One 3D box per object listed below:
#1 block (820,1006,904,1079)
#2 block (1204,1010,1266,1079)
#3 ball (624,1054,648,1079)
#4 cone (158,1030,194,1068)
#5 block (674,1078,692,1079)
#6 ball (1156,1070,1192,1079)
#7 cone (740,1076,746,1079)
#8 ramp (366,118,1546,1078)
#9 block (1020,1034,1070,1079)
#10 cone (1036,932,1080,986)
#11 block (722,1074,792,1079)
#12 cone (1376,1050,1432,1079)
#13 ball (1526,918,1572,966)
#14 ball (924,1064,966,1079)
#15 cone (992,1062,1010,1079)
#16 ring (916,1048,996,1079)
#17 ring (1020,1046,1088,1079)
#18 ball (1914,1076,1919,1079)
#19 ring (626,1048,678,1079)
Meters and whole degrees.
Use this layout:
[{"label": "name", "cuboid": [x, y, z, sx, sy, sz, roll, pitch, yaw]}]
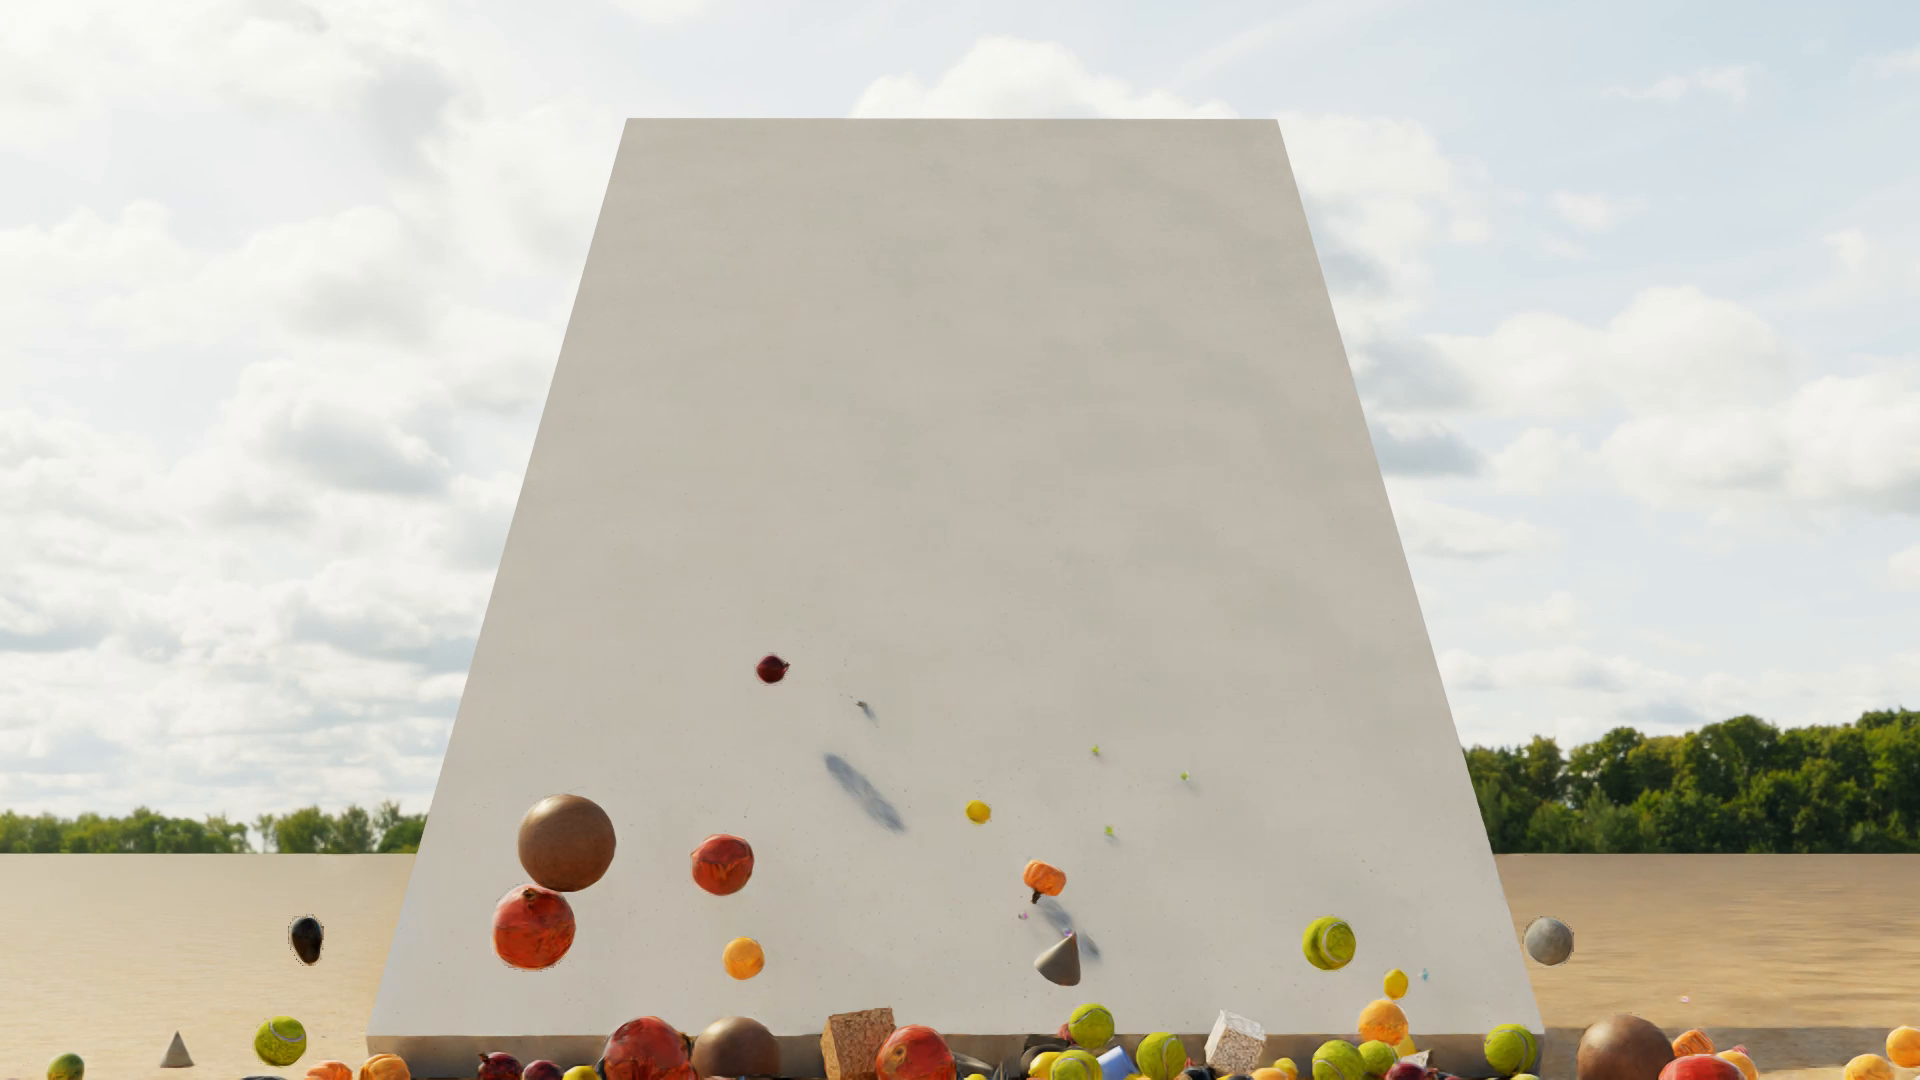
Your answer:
[{"label": "block", "cuboid": [-0.141, 0.738, 3.520, 0.092, 0.092, 0.092, -5, -33, -15]}, {"label": "block", "cuboid": [0.438, 0.802, 3.894, 0.070, 0.070, 0.070, 22, 11, -3]}, {"label": "ball", "cuboid": [-0.478, 0.810, 3.705, 0.062, 0.062, 0.062, 0, -7, 0]}, {"label": "cone", "cuboid": [-1.421, 0.920, 4.442, 0.065, 0.065, 0.065, 0, -7, 0]}, {"label": "block", "cuboid": [-0.399, 0.801, 3.480, 0.063, 0.063, 0.063, 6, -9, -40]}, {"label": "ball", "cuboid": [0.314, 0.809, 3.573, 0.069, 0.069, 0.069, 0, -7, 0]}, {"label": "cone", "cuboid": [-0.291, 0.759, 3.323, 0.078, 0.078, 0.078, -4, 24, 2]}, {"label": "ramp", "cuboid": [-0.015, -0.187, 5.869, 2.000, 0.100, 4.000, 0, 32, 0]}, {"label": "block", "cuboid": [0.138, 0.851, 3.992, 0.067, 0.067, 0.067, 8, 7, 9]}, {"label": "cone", "cuboid": [0.159, 0.610, 3.636, 0.074, 0.074, 0.074, 18, 25, -9]}, {"label": "block", "cuboid": [-0.284, 0.789, 3.429, 0.073, 0.073, 0.073, 5, -8, -32]}, {"label": "cone", "cuboid": [0.682, 0.821, 3.793, 0.082, 0.082, 0.082, 9, -4, 19]}, {"label": "ball", "cuboid": [1.036, 0.707, 4.309, 0.082, 0.082, 0.082, 0, -7, 0]}, {"label": "ball", "cuboid": [-0.023, 0.829, 3.723, 0.066, 0.066, 0.066, 0, -7, 0]}, {"label": "cone", "cuboid": [0.061, 0.819, 3.680, 0.072, 0.072, 0.072, 3, -8, 0]}, {"label": "ring", "cuboid": [-0.005, 0.850, 3.915, 0.141, 0.047, 0.141, 18, -5, 2]}, {"label": "ring", "cuboid": [0.141, 0.790, 3.672, 0.104, 0.035, 0.104, 5, 15, -1]}, {"label": "ball", "cuboid": [1.336, 0.764, 3.322, 0.096, 0.096, 0.096, 0, -7, 0]}, {"label": "ring", "cuboid": [-0.459, 0.789, 3.548, 0.042, 0.125, 0.125, 42, -4, 6]}]
